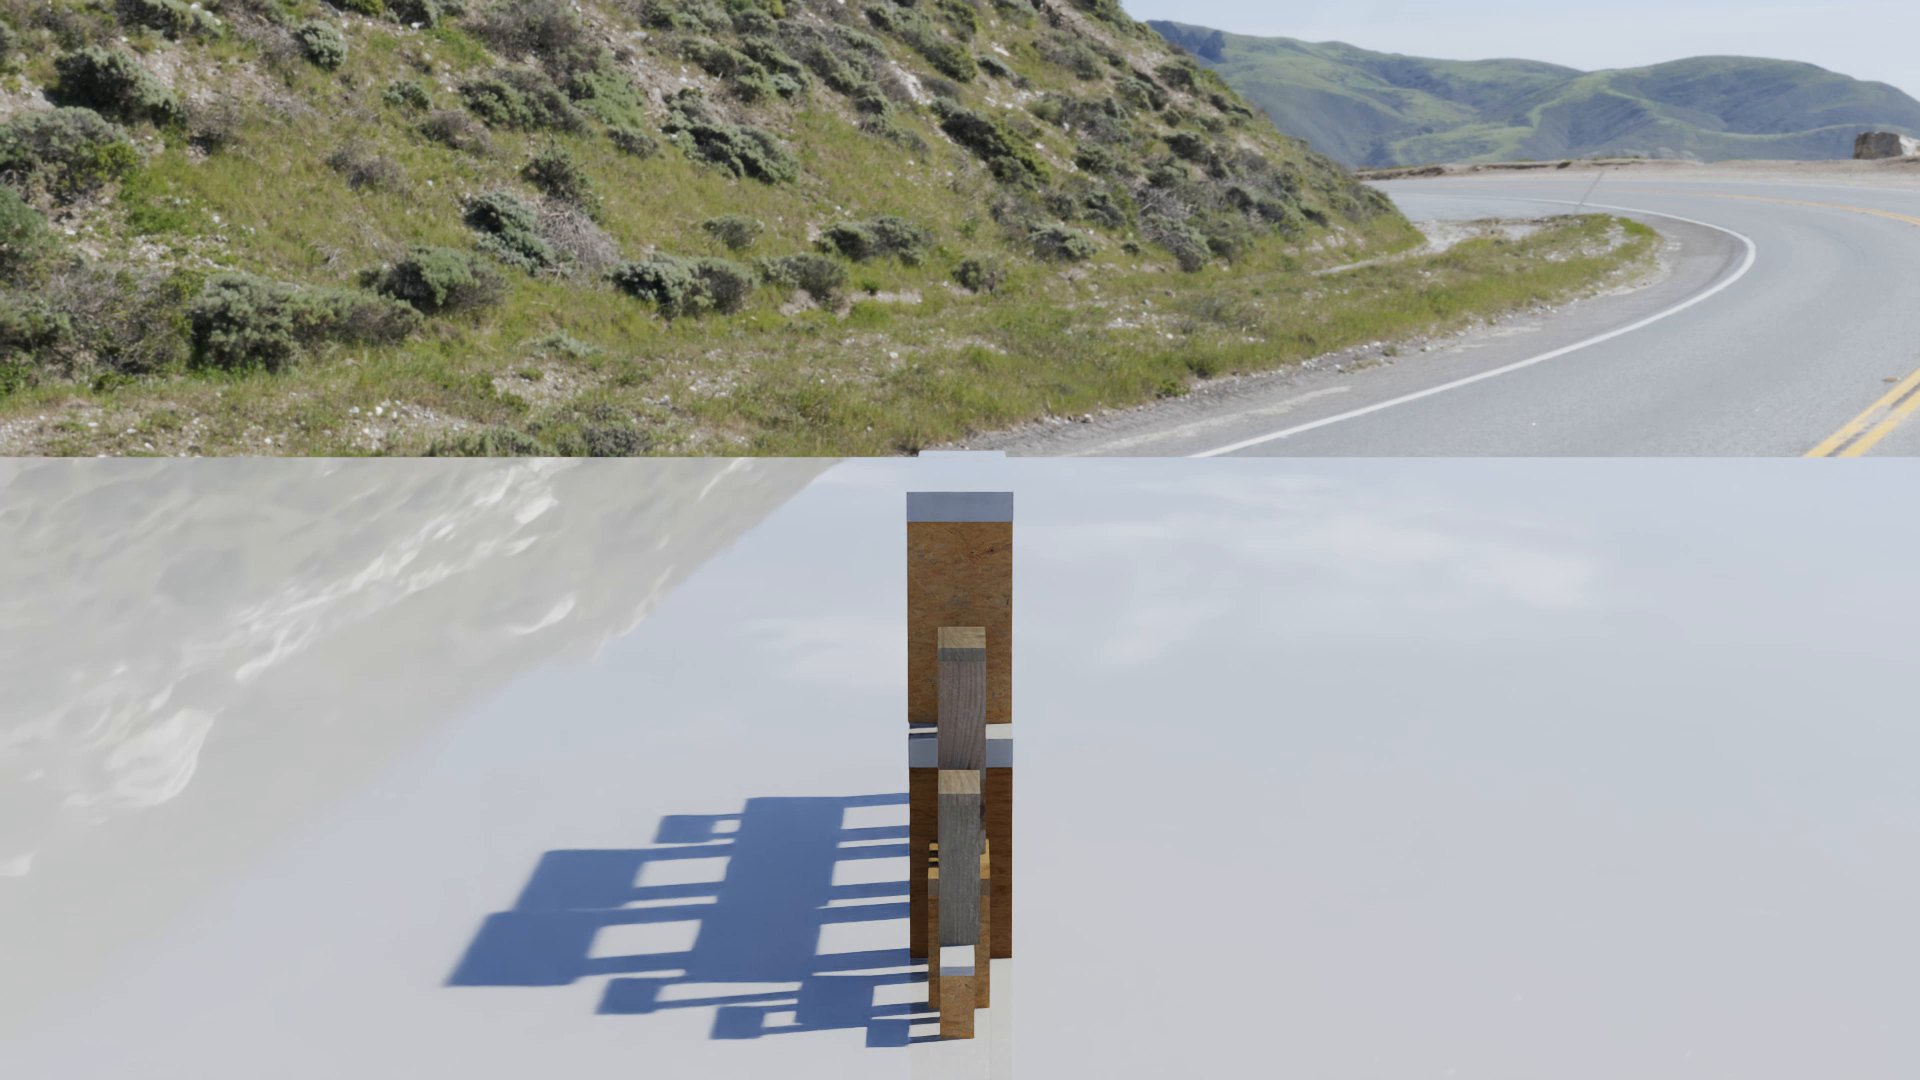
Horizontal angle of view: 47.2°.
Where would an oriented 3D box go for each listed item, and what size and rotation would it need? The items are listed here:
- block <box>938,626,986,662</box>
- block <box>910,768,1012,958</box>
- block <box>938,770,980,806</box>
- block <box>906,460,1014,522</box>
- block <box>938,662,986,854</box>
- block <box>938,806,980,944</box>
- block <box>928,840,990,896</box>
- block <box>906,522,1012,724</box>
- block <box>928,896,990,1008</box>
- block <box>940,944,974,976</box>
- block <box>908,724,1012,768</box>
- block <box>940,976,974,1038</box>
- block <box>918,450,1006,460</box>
[{"bbox_3d":[0.002,0.153,3.242,0.070,0.020,0.140,0,11,0],"label":"block"},{"bbox_3d":[0.001,0.485,3.376,0.157,0.313,0.044,0,11,0],"label":"block"},{"bbox_3d":[-0.001,0.353,3.143,0.059,0.017,0.118,0,11,0],"label":"block"},{"bbox_3d":[0.000,-0.079,3.438,0.160,0.045,0.319,0,11,0],"label":"block"},{"bbox_3d":[0.003,0.316,3.225,0.070,0.296,0.020,0,11,0],"label":"block"},{"bbox_3d":[-0.001,0.472,3.125,0.059,0.210,0.017,0,11,0],"label":"block"},{"bbox_3d":[-0.001,0.479,3.226,0.089,0.025,0.177,0,11,0],"label":"block"},{"bbox_3d":[0.000,0.120,3.367,0.160,0.320,0.045,0,11,0],"label":"block"},{"bbox_3d":[-0.001,0.589,3.187,0.089,0.177,0.025,0,11,0],"label":"block"},{"bbox_3d":[-0.004,0.590,3.103,0.048,0.014,0.096,0,10,0],"label":"block"},{"bbox_3d":[0.001,0.290,3.446,0.157,0.044,0.313,0,11,0],"label":"block"},{"bbox_3d":[-0.004,0.650,3.081,0.048,0.096,0.014,0,11,0],"label":"block"},{"bbox_3d":[0.003,-0.109,3.754,0.152,0.043,0.303,0,11,0],"label":"block"}]
